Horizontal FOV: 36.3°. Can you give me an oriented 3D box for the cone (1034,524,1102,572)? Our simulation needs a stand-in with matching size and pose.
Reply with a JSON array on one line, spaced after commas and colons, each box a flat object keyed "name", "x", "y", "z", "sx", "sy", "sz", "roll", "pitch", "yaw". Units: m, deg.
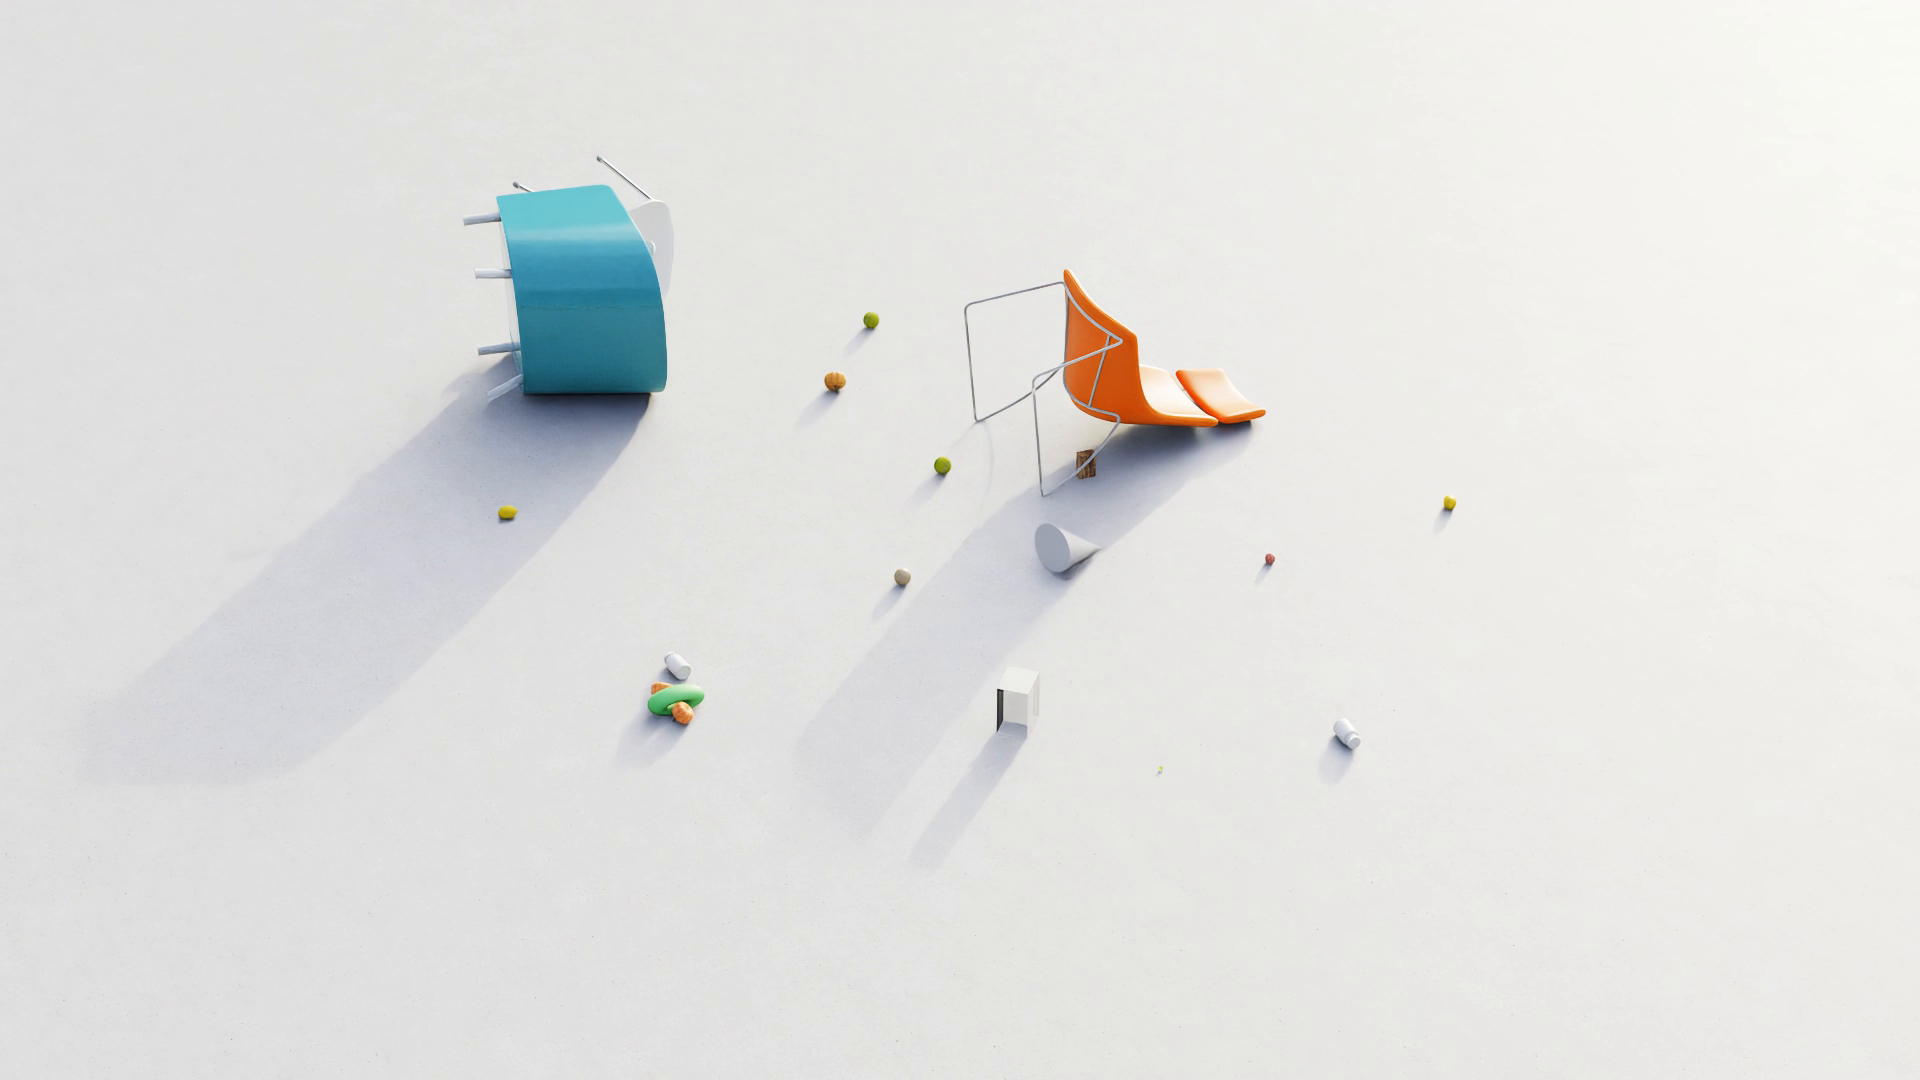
[{"name": "cone", "x": 0.435, "y": 0.031, "z": 10.828, "sx": 0.234, "sy": 0.158, "sz": 0.238, "roll": 1, "pitch": 27, "yaw": -34}]

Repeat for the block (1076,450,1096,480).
[{"name": "block", "x": 0.486, "y": -0.292, "z": 11.295, "sx": 0.066, "sy": 0.102, "sz": 0.038, "roll": -12, "pitch": 35, "yaw": -18}]

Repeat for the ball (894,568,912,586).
[{"name": "ball", "x": -0.209, "y": 0.133, "z": 10.684, "sx": 0.064, "sy": 0.064, "sz": 0.064, "roll": 0, "pitch": 33, "yaw": 0}]

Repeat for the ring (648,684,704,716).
[{"name": "ring", "x": -0.971, "y": 0.546, "z": 10.035, "sx": 0.208, "sy": 0.091, "sz": 0.069, "roll": -14, "pitch": 49, "yaw": -24}]

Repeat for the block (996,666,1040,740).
[{"name": "block", "x": 0.197, "y": 0.551, "z": 9.936, "sx": 0.109, "sy": 0.189, "sz": 0.136, "roll": 10, "pitch": 35, "yaw": 15}]
